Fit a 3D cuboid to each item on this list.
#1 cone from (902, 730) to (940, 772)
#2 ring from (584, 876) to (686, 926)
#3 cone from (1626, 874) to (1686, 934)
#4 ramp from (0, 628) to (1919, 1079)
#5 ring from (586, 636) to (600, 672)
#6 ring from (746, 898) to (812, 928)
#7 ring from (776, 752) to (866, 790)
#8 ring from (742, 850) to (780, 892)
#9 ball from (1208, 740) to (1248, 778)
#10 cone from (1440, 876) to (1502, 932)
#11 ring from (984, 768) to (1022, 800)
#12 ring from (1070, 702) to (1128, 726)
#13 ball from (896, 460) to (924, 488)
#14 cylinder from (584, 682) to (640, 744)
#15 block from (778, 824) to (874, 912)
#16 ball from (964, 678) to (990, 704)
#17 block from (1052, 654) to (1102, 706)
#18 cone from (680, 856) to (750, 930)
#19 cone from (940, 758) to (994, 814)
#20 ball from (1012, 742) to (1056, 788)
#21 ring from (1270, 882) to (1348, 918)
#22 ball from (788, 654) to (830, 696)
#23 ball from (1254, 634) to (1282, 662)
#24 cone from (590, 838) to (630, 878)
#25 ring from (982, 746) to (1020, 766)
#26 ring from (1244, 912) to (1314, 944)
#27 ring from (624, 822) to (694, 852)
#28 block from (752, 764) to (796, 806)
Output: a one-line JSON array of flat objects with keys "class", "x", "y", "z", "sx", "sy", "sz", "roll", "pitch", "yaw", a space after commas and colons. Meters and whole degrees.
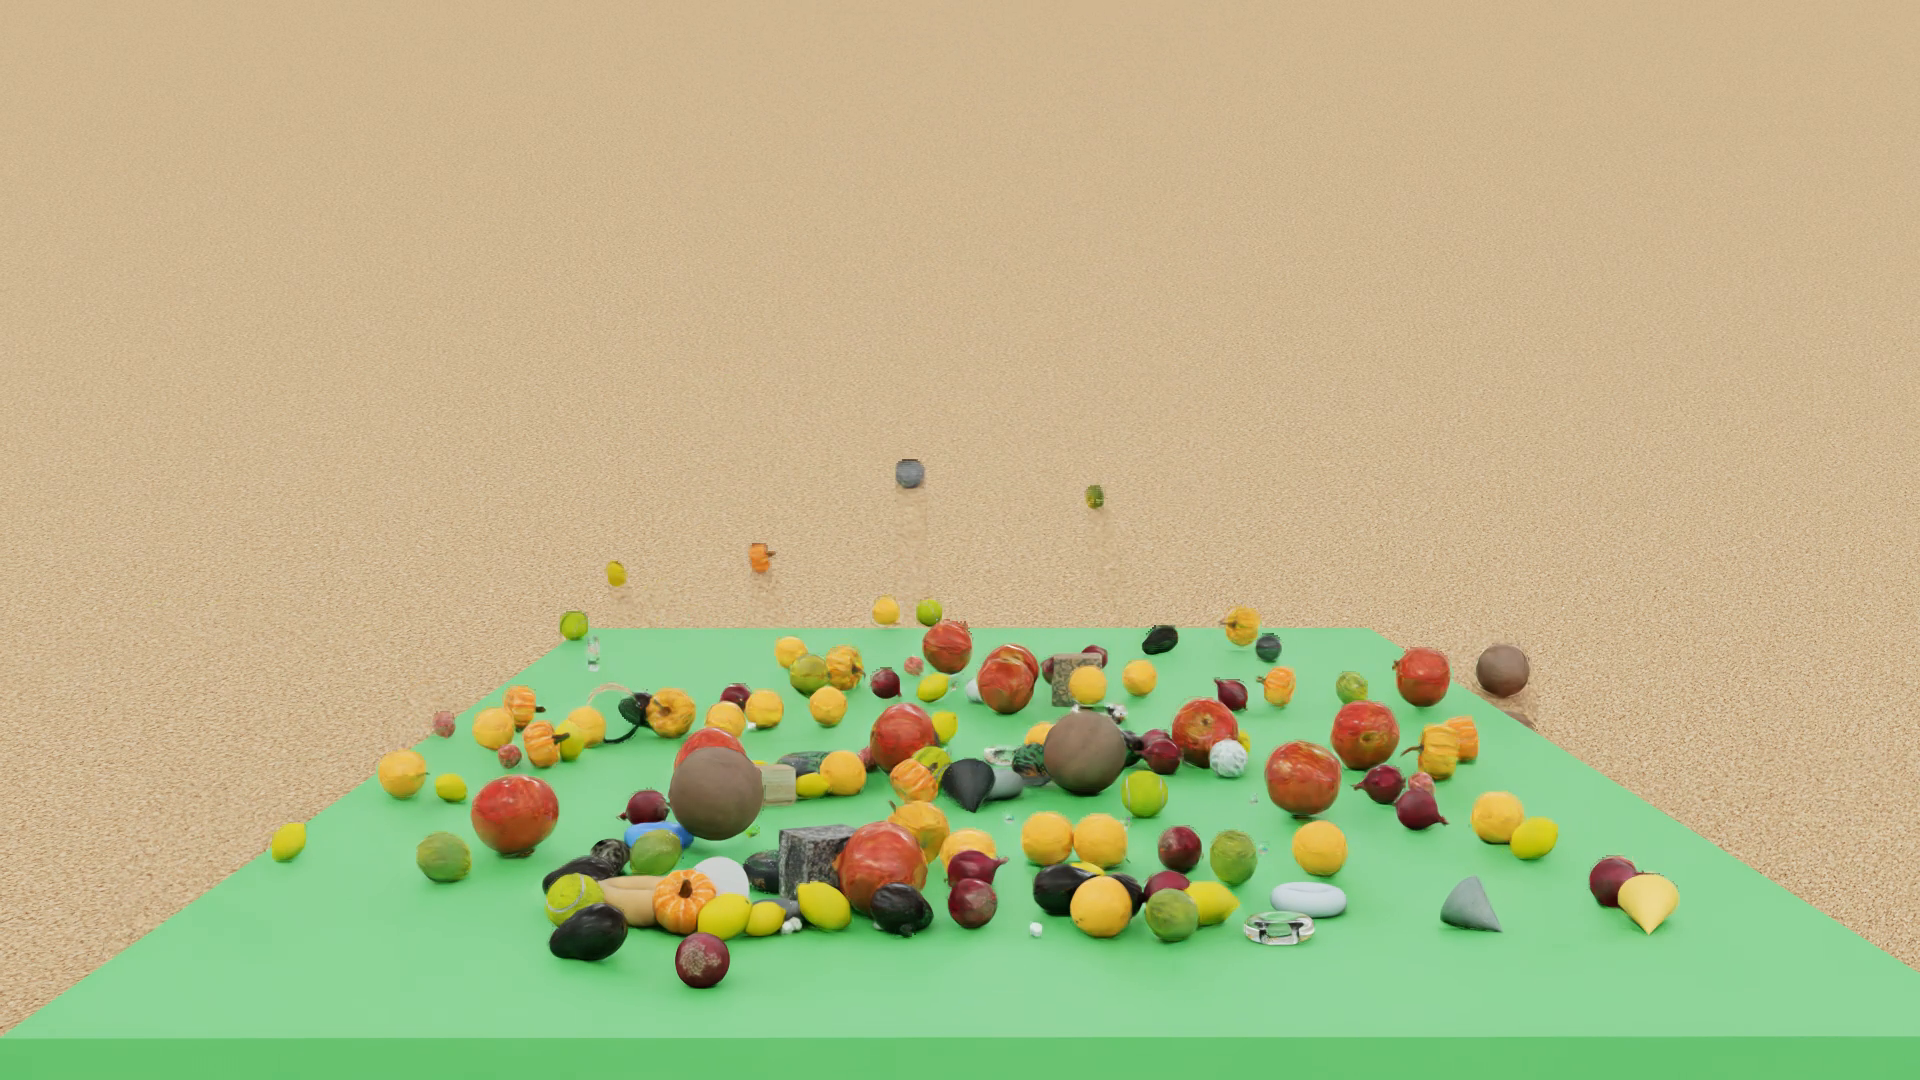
[{"class": "cone", "x": -0.048, "y": 0.363, "z": 4.230, "sx": 0.072, "sy": 0.072, "sz": 0.072, "roll": -10, "pitch": 35, "yaw": -26}, {"class": "ring", "x": -0.385, "y": 0.434, "z": 3.086, "sx": 0.134, "sy": 0.045, "sz": 0.134, "roll": 1, "pitch": 3, "yaw": 0}, {"class": "cone", "x": 0.811, "y": 0.443, "z": 3.024, "sx": 0.070, "sy": 0.070, "sz": 0.070, "roll": 9, "pitch": 51, "yaw": 25}, {"class": "ramp", "x": 0.045, "y": 0.408, "z": 4.537, "sx": 2.000, "sy": 0.100, "sz": 4.000, "roll": 0, "pitch": 4, "yaw": 0}, {"class": "ring", "x": -0.794, "y": 0.248, "z": 5.564, "sx": 0.026, "sy": 0.078, "sz": 0.078, "roll": 4, "pitch": 19, "yaw": -9}, {"class": "ring", "x": -0.216, "y": 0.445, "z": 3.056, "sx": 0.077, "sy": 0.026, "sz": 0.077, "roll": 3, "pitch": 2, "yaw": 0}, {"class": "ring", "x": -0.222, "y": 0.366, "z": 4.065, "sx": 0.147, "sy": 0.049, "sz": 0.147, "roll": 1, "pitch": 3, "yaw": 0}, {"class": "ring", "x": -0.217, "y": 0.422, "z": 3.278, "sx": 0.123, "sy": 0.041, "sz": 0.123, "roll": 1, "pitch": 2, "yaw": 0}, {"class": "ball", "x": 0.433, "y": 0.353, "z": 4.142, "sx": 0.063, "sy": 0.063, "sz": 0.063, "roll": 0, "pitch": 19, "yaw": 0}, {"class": "cone", "x": 0.615, "y": 0.444, "z": 3.029, "sx": 0.067, "sy": 0.067, "sz": 0.067, "roll": -16, "pitch": 40, "yaw": -38}, {"class": "ring", "x": 0.041, "y": 0.378, "z": 3.968, "sx": 0.114, "sy": 0.038, "sz": 0.114, "roll": 0, "pitch": 2, "yaw": 0}, {"class": "ring", "x": 0.259, "y": 0.324, "z": 4.785, "sx": 0.108, "sy": 0.036, "sz": 0.108, "roll": -1, "pitch": 4, "yaw": 0}, {"class": "ball", "x": -0.155, "y": -0.202, "z": 7.910, "sx": 0.088, "sy": 0.088, "sz": 0.088, "roll": 0, "pitch": 19, "yaw": 0}, {"class": "cylinder", "x": -0.619, "y": 0.308, "z": 4.568, "sx": 0.096, "sy": 0.096, "sz": 0.096, "roll": -3, "pitch": 4, "yaw": -9}, {"class": "block", "x": -0.166, "y": 0.405, "z": 3.176, "sx": 0.088, "sy": 0.088, "sz": 0.088, "roll": -2, "pitch": 4, "yaw": -27}, {"class": "ball", "x": 0.035, "y": 0.298, "z": 5.059, "sx": 0.051, "sy": 0.051, "sz": 0.051, "roll": 0, "pitch": 19, "yaw": 0}, {"class": "block", "x": 0.231, "y": 0.276, "z": 5.058, "sx": 0.094, "sy": 0.094, "sz": 0.094, "roll": 0, "pitch": 4, "yaw": 3}, {"class": "cone", "x": -0.277, "y": 0.436, "z": 3.078, "sx": 0.090, "sy": 0.090, "sz": 0.090, "roll": 9, "pitch": -20, "yaw": 23}, {"class": "cone", "x": 0.016, "y": 0.386, "z": 3.849, "sx": 0.083, "sy": 0.083, "sz": 0.083, "roll": -2, "pitch": 32, "yaw": -6}, {"class": "ball", "x": 0.117, "y": 0.356, "z": 4.052, "sx": 0.070, "sy": 0.070, "sz": 0.070, "roll": 0, "pitch": 19, "yaw": 0}, {"class": "ring", "x": 0.424, "y": 0.438, "z": 3.119, "sx": 0.094, "sy": 0.031, "sz": 0.094, "roll": 1, "pitch": 4, "yaw": 0}, {"class": "ball", "x": -0.305, "y": 0.272, "z": 5.191, "sx": 0.084, "sy": 0.084, "sz": 0.084, "roll": 0, "pitch": 19, "yaw": 0}, {"class": "ball", "x": 0.695, "y": 0.244, "z": 5.784, "sx": 0.060, "sy": 0.060, "sz": 0.060, "roll": 0, "pitch": 19, "yaw": 0}, {"class": "cone", "x": -0.455, "y": 0.426, "z": 3.344, "sx": 0.053, "sy": 0.053, "sz": 0.053, "roll": -3, "pitch": 31, "yaw": -8}, {"class": "ring", "x": 0.077, "y": 0.361, "z": 4.294, "sx": 0.080, "sy": 0.027, "sz": 0.080, "roll": 3, "pitch": 4, "yaw": 0}, {"class": "ring", "x": 0.370, "y": 0.449, "z": 2.972, "sx": 0.083, "sy": 0.028, "sz": 0.083, "roll": -2, "pitch": 4, "yaw": 0}, {"class": "ring", "x": -0.415, "y": 0.410, "z": 3.537, "sx": 0.097, "sy": 0.032, "sz": 0.097, "roll": -1, "pitch": 3, "yaw": 0}, {"class": "block", "x": -0.283, "y": 0.373, "z": 3.914, "sx": 0.054, "sy": 0.054, "sz": 0.054, "roll": -1, "pitch": 4, "yaw": -18}]
